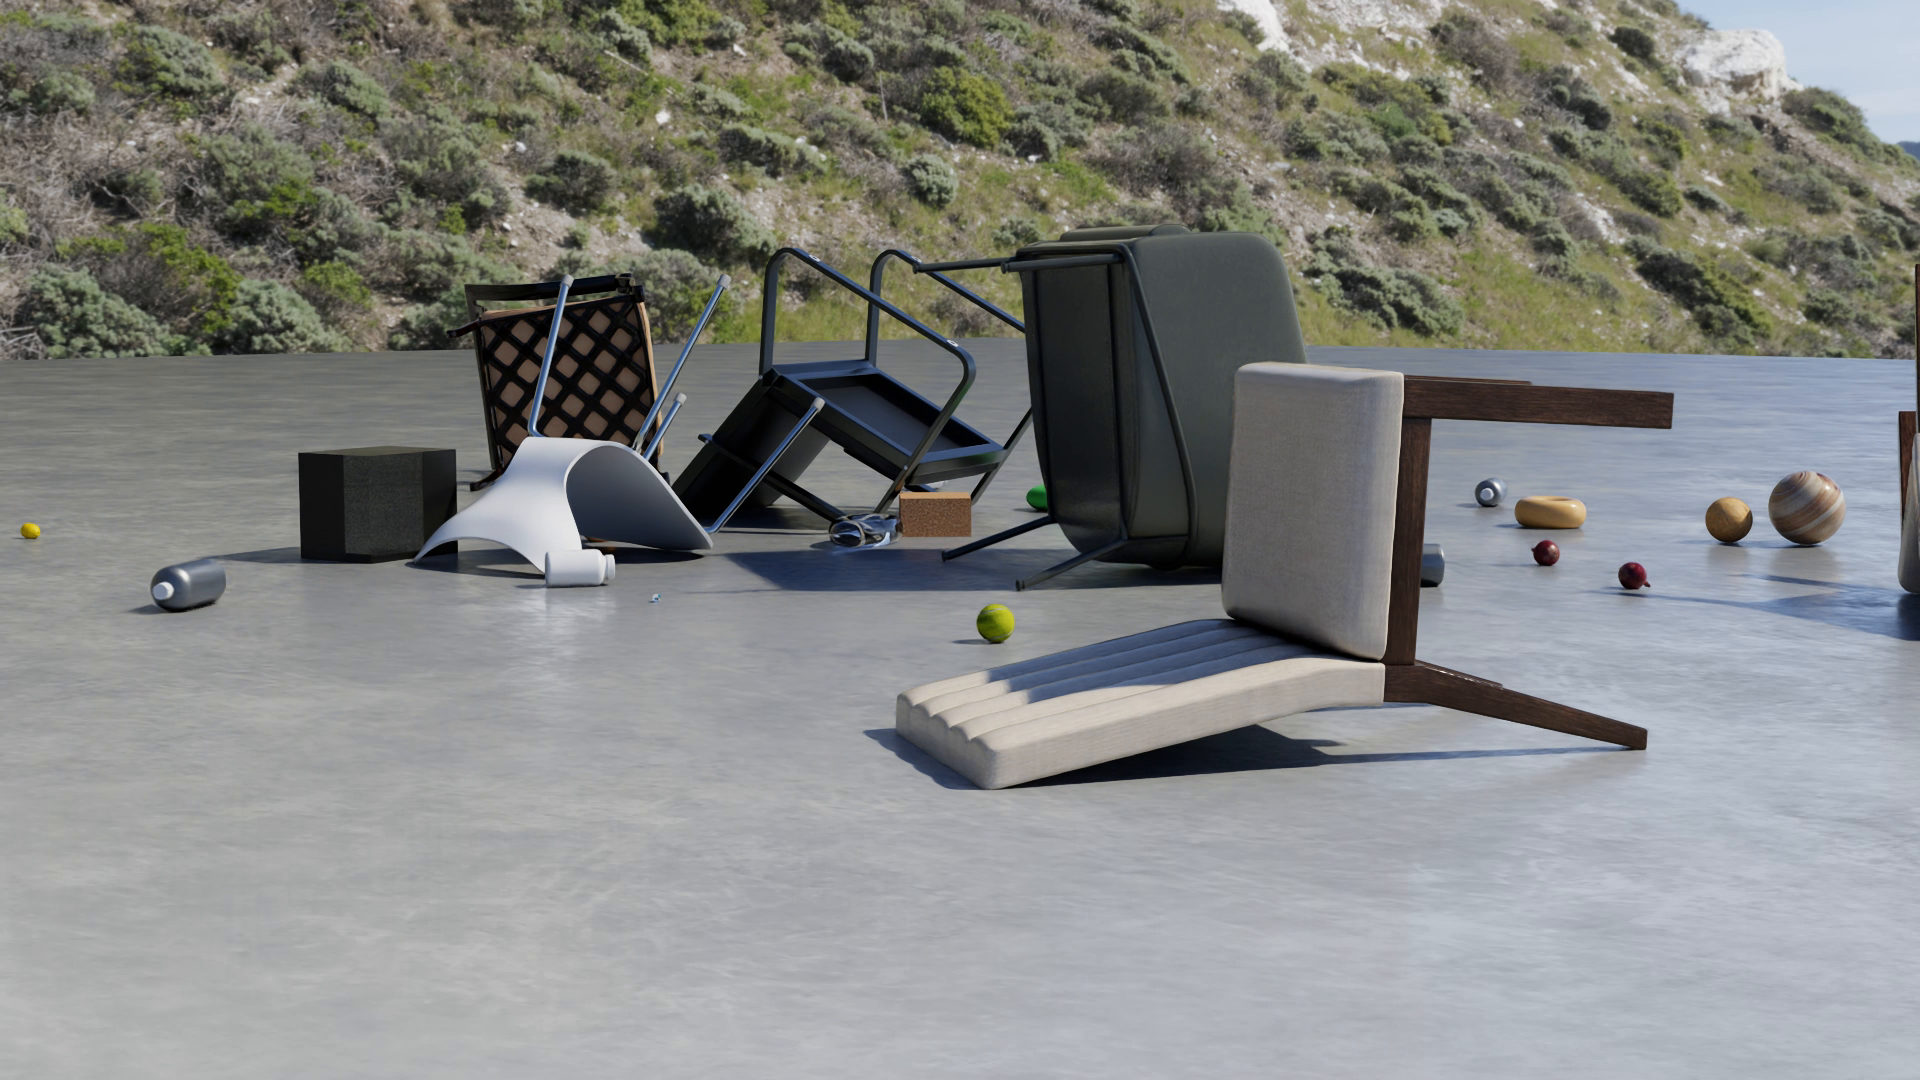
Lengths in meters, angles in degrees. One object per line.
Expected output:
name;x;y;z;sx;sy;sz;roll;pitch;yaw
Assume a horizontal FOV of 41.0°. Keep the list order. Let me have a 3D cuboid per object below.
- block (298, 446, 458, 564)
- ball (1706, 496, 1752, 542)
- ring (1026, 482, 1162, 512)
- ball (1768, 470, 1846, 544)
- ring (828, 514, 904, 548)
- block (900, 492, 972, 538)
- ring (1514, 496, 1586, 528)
block;-1.369;-0.087;6.045;0.224;0.247;0.289;4;7;32
ball;1.902;-0.050;6.345;0.113;0.113;0.113;0;6;0
ring;0.376;-0.119;7.211;0.382;0.074;0.213;0;5;8
ball;2.077;-0.079;6.291;0.182;0.182;0.182;0;6;0
ring;-0.230;-0.024;6.320;0.156;0.067;0.302;4;6;21
block;-0.065;-0.066;6.571;0.178;0.098;0.181;0;6;-3
ring;1.552;-0.072;6.745;0.186;0.076;0.161;3;8;20
